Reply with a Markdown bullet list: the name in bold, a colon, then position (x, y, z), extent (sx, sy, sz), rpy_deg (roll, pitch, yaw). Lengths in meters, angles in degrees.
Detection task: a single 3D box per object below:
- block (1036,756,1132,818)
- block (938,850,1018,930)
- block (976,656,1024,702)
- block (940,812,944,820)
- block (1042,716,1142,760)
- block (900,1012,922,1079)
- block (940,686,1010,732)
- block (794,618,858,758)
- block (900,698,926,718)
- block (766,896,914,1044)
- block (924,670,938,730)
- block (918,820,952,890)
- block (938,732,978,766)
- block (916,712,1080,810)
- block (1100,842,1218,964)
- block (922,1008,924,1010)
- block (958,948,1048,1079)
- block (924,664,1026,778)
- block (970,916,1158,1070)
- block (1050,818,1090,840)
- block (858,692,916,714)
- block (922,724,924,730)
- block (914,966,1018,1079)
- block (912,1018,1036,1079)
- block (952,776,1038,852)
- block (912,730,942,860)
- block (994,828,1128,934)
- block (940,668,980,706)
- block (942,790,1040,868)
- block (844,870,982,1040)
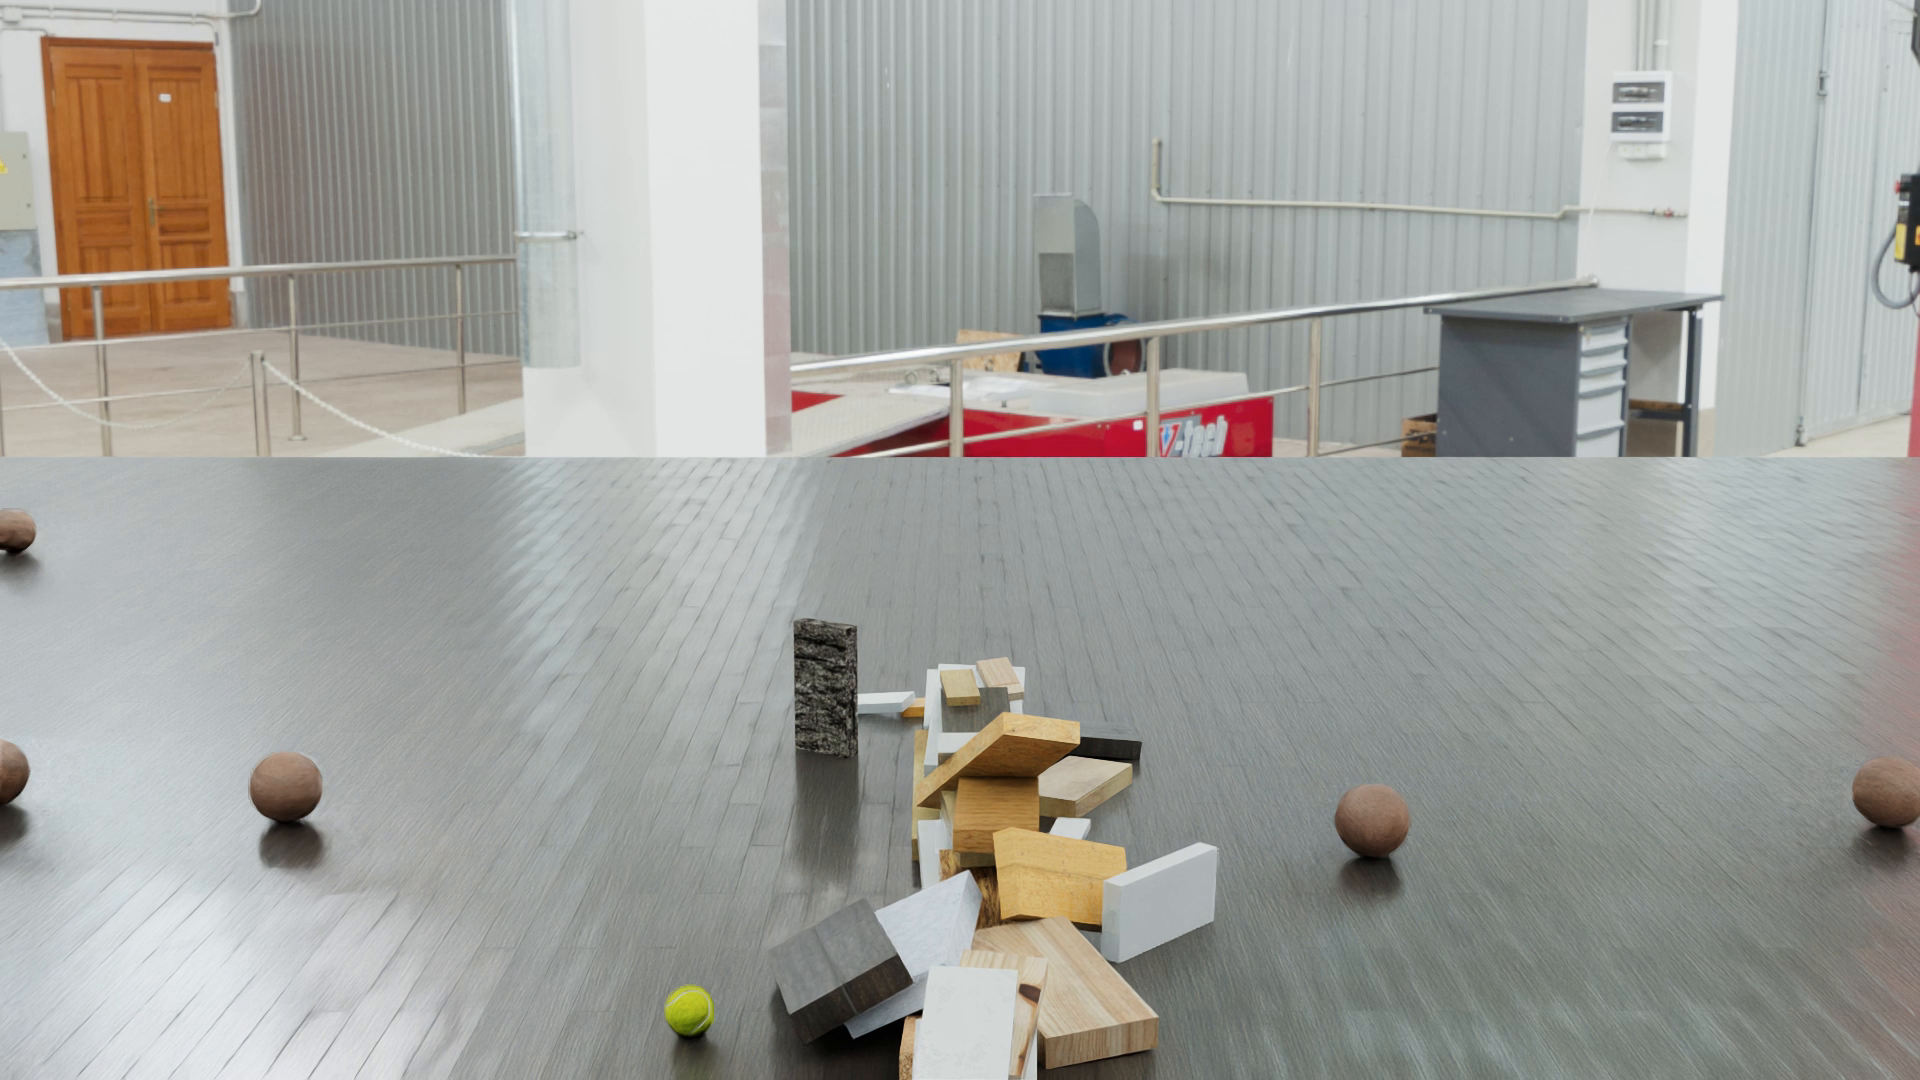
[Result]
- **block**: position (0.214, 0.472, 4.200), extent (0.135, 0.038, 0.269), rpy_deg (5, 12, 27)
- **block**: position (0.044, 0.575, 3.444), extent (0.134, 0.038, 0.268), rpy_deg (-1, 27, -5)
- **block**: position (0.076, 0.264, 4.146), extent (0.061, 0.017, 0.122), rpy_deg (-7, 30, -12)
- **block**: position (-0.002, 0.501, 3.738), extent (0.076, 0.022, 0.153), rpy_deg (5, 27, 6)
- **block**: position (0.220, 0.401, 4.495), extent (0.280, 0.038, 0.135), rpy_deg (5, 10, -8)
- **block**: position (0.000, 0.674, 2.917), extent (0.152, 0.043, 0.303), rpy_deg (0, -2, 0)
- **block**: position (0.030, 0.334, 3.966), extent (0.125, 0.035, 0.249), rpy_deg (-1, 21, -2)
- **block**: position (-0.274, 0.301, 4.487), extent (0.135, 0.269, 0.038), rpy_deg (7, 13, 34)
- **block**: position (-0.059, 0.365, 4.823), extent (0.148, 0.021, 0.074), rpy_deg (-2, 11, -12)
- **block**: position (-0.176, 0.610, 3.145), extent (0.167, 0.047, 0.335), rpy_deg (-28, 9, -7)
- **block**: position (-0.014, 0.325, 4.360), extent (0.108, 0.031, 0.217), rpy_deg (1, 27, 1)
- **block**: position (0.005, 0.548, 3.582), extent (0.134, 0.038, 0.268), rpy_deg (-1, 28, -4)
- **block**: position (0.025, 0.393, 3.807), extent (0.125, 0.035, 0.249), rpy_deg (0, -25, 0)
- **block**: position (0.058, 0.379, 3.690), extent (0.133, 0.038, 0.398), rpy_deg (9, -26, -20)
- **block**: position (0.314, 0.567, 3.450), extent (0.035, 0.125, 0.249), rpy_deg (12, 16, 41)
- **block**: position (-0.019, 0.650, 3.072), extent (0.060, 0.017, 0.120), rpy_deg (1, -3, -14)
- **block**: position (0.039, 0.597, 2.734), extent (0.110, 0.031, 0.221), rpy_deg (5, 29, 9)
- **block**: position (0.030, 0.342, 4.074), extent (0.166, 0.047, 0.331), rpy_deg (2, 30, 4)
- **block**: position (0.137, 0.642, 3.152), extent (0.167, 0.047, 0.335), rpy_deg (-6, 17, -19)
- **block**: position (0.196, 0.527, 3.959), extent (0.061, 0.017, 0.122), rpy_deg (2, 11, 11)
- **block**: position (-0.180, 0.356, 4.801), extent (0.148, 0.021, 0.074), rpy_deg (-4, 13, 22)
- **block**: position (0.016, 0.417, 4.318), extent (0.108, 0.031, 0.217), rpy_deg (-9, 28, -20)
- **block**: position (0.008, 0.601, 2.661), extent (0.110, 0.031, 0.220), rpy_deg (2, 29, 4)
- **block**: position (0.016, 0.694, 2.634), extent (0.152, 0.043, 0.303), rpy_deg (1, 29, 2)
- **block**: position (0.060, 0.441, 3.550), extent (0.133, 0.038, 0.266), rpy_deg (1, 12, 2)
- **block**: position (-0.001, 0.457, 3.968), extent (0.166, 0.047, 0.331), rpy_deg (0, 30, 0)
- **block**: position (0.162, 0.530, 3.401), extent (0.038, 0.133, 0.266), rpy_deg (-25, -29, 38)
- **block**: position (0.000, 0.272, 4.057), extent (0.061, 0.017, 0.122), rpy_deg (-3, 21, -6)
- **block**: position (0.050, 0.469, 3.603), extent (0.134, 0.038, 0.268), rpy_deg (-1, 12, -7)
- **block**: position (-0.067, 0.599, 3.215), extent (0.167, 0.047, 0.375), rpy_deg (-26, 8, 10)
